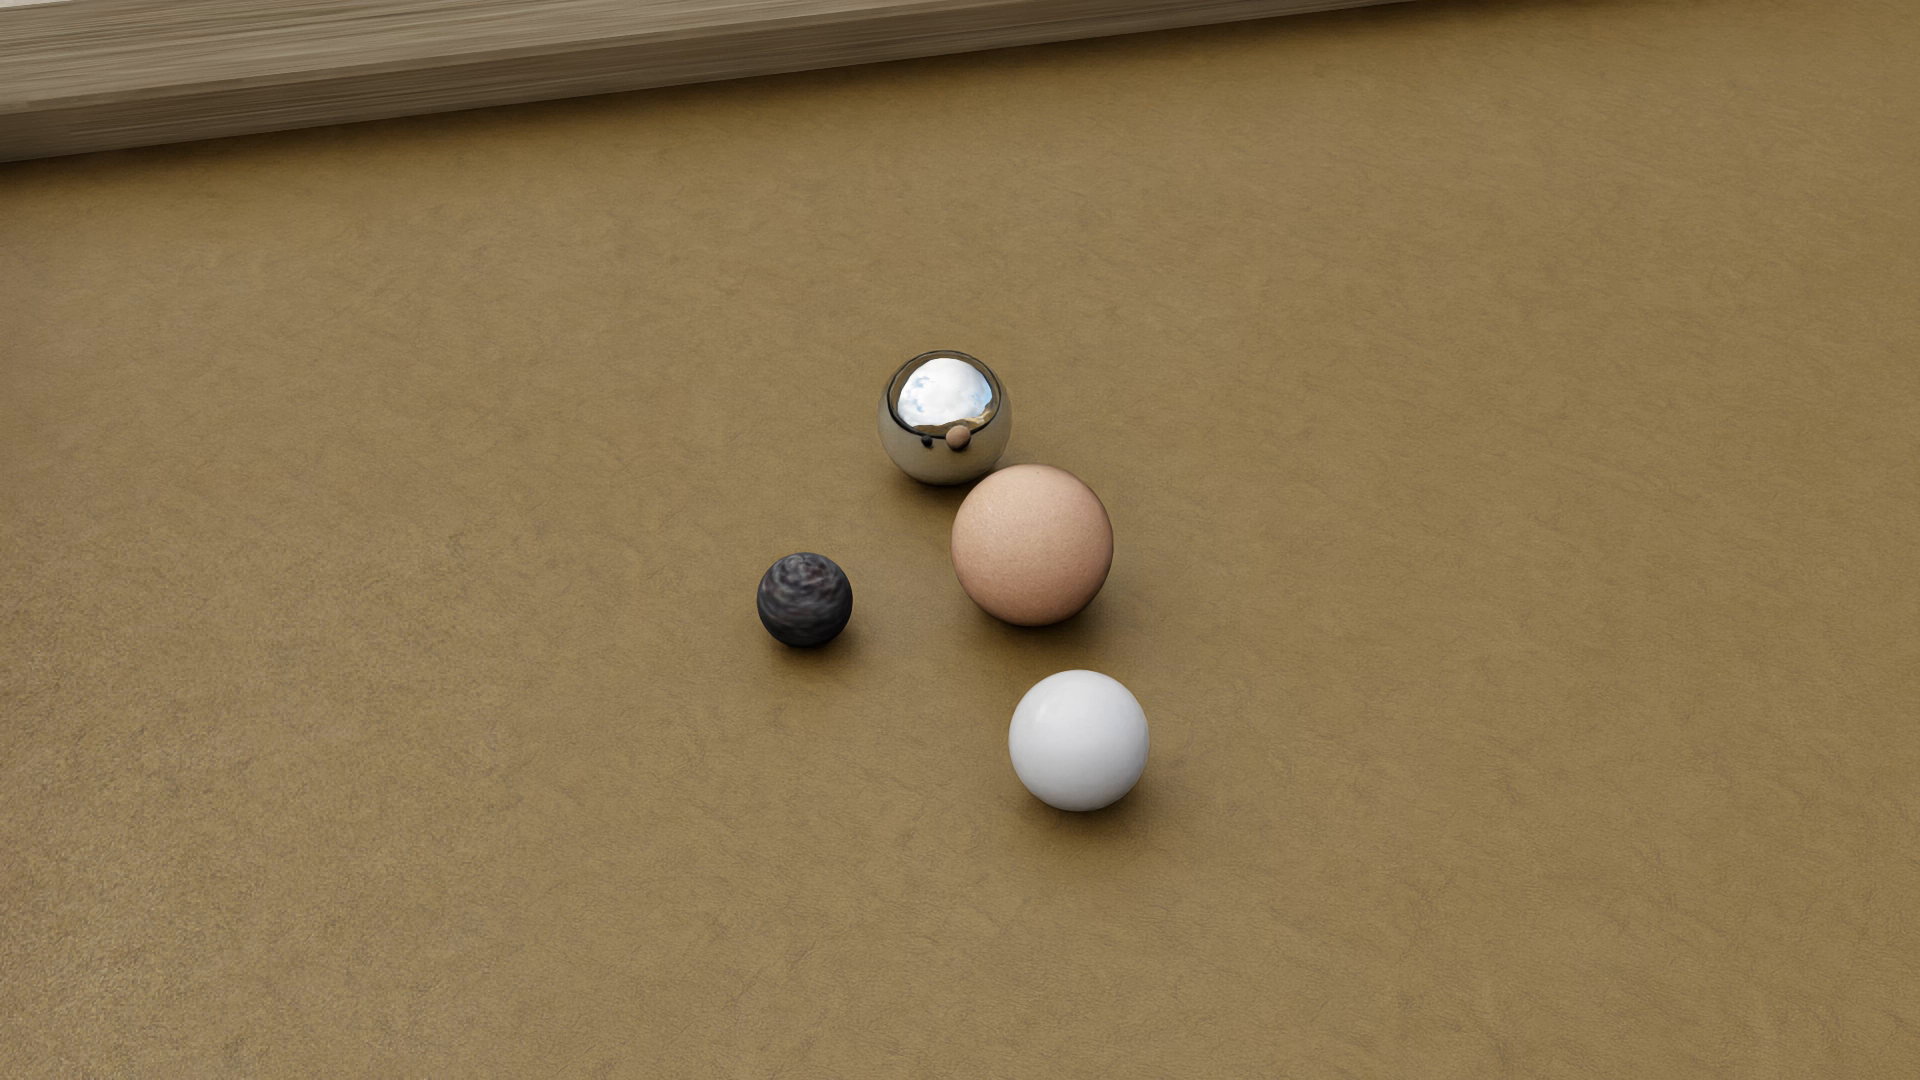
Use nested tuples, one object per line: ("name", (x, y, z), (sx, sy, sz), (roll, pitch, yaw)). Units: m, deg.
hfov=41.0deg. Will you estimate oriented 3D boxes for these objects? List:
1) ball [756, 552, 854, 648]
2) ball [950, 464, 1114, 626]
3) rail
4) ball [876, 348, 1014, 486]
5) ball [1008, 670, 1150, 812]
("ball", (-0.094, 0.036, 1.550), (0.058, 0.058, 0.058), (0, 36, 0))
("ball", (0.044, 0.003, 1.561), (0.100, 0.100, 0.100), (0, 36, 0))
("rail", (0.479, -0.543, 2.297), (2.782, 0.129, 0.045), (-9, 36, -12))
("ball", (-0.010, -0.080, 1.686), (0.090, 0.090, 0.090), (0, 36, 0))
("ball", (0.066, 0.112, 1.427), (0.079, 0.079, 0.079), (0, 36, 0))
